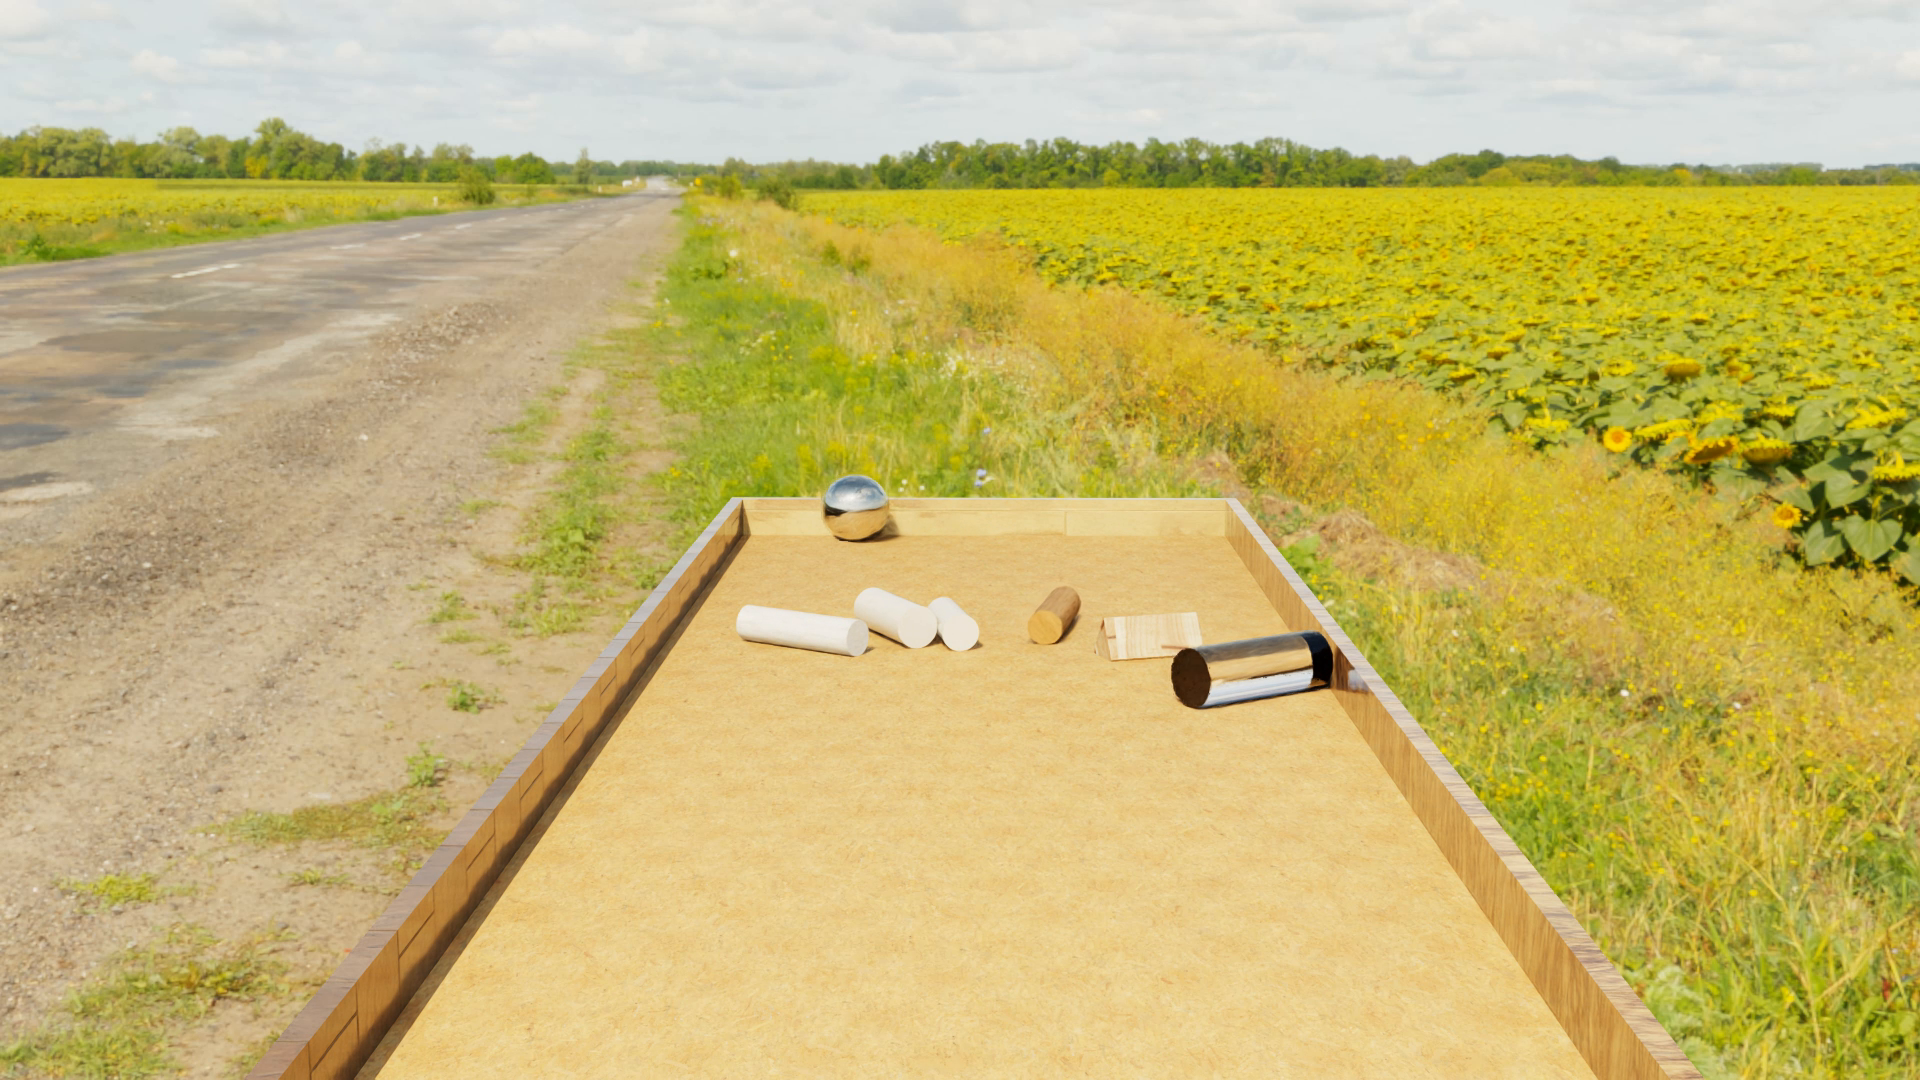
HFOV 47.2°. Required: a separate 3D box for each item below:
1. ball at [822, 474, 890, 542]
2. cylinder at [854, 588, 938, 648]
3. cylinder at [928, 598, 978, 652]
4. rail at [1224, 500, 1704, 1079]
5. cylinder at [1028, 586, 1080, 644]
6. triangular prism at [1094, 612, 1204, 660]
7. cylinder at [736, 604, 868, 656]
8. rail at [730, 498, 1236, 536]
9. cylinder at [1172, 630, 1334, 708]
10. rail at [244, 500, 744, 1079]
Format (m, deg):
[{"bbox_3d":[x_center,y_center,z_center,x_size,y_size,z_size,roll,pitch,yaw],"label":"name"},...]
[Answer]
[{"bbox_3d":[-0.425,-0.131,8.959,0.274,0.274,0.274,0,9,0],"label":"ball"},{"bbox_3d":[-0.208,0.247,7.024,0.135,0.135,0.362,-4,10,-25],"label":"cylinder"},{"bbox_3d":[-0.026,0.265,6.970,0.115,0.115,0.303,-2,9,-11],"label":"cylinder"},{"bbox_3d":[1.046,0.843,3.208,0.050,0.150,12.000,0,9,1],"label":"rail"},{"bbox_3d":[0.308,0.242,7.130,0.111,0.111,0.438,2,9,11],"label":"cylinder"},{"bbox_3d":[0.586,0.289,6.776,0.314,0.121,0.140,-3,10,-18],"label":"triangular prism"},{"bbox_3d":[-0.494,0.281,6.871,0.438,0.114,0.114,6,11,34],"label":"cylinder"},{"bbox_3d":[0.099,-0.098,9.147,2.100,0.150,0.050,0,9,1],"label":"rail"},{"bbox_3d":[0.825,0.362,6.189,0.455,0.169,0.169,-6,11,-33],"label":"cylinder"},{"bbox_3d":[-1.004,0.839,3.234,0.050,0.150,12.000,0,9,1],"label":"rail"}]
